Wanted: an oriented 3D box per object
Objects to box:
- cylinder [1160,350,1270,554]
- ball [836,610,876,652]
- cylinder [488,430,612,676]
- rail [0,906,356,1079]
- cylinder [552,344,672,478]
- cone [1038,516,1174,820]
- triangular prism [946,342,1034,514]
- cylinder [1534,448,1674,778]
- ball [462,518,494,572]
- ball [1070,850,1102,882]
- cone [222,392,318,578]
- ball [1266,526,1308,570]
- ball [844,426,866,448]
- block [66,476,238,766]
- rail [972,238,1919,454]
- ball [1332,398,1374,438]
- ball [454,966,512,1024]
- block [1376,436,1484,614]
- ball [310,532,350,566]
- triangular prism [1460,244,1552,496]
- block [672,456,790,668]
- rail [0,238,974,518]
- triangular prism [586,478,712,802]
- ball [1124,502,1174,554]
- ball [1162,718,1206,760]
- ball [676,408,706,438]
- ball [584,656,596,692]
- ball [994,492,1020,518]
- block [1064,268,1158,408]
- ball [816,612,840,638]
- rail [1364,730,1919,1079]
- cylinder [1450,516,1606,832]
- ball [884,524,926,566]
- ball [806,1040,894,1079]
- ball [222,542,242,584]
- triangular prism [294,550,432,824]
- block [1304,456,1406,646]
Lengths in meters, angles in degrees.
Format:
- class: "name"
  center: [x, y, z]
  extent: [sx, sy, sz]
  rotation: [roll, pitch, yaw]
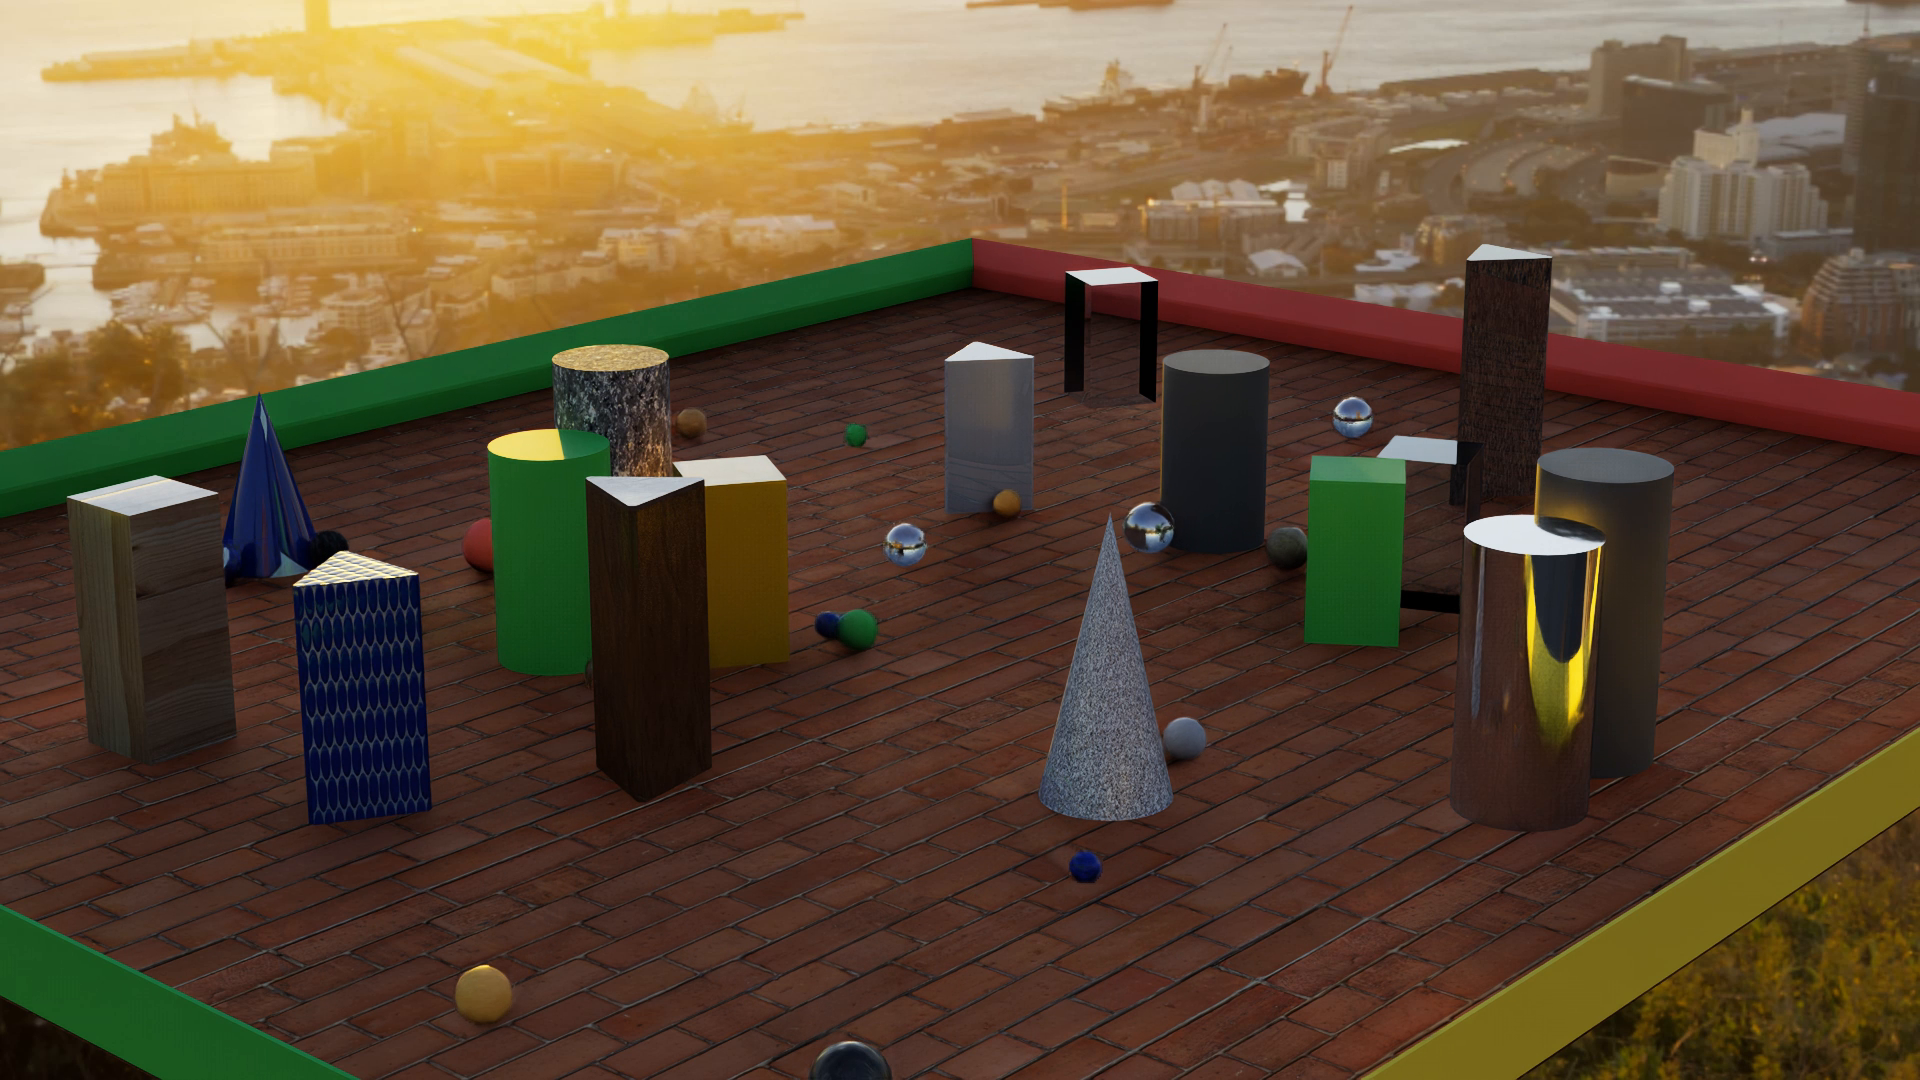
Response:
- class: "cylinder"
  center: [0.468, -0.165, 5.409]
  extent: [0.195, 0.338, 0.195]
  rotation: [0, 17, 0]
- class: "ball"
  center: [-0.171, 0.149, 4.836]
  extent: [0.068, 0.068, 0.068]
  rotation: [0, 17, 0]
- class: "cylinder"
  center: [-0.661, 0.019, 4.764]
  extent: [0.195, 0.359, 0.195]
  rotation: [0, 17, 0]
- class: "rail"
  center: [-1.290, 0.461, 3.697]
  extent: [3.378, 0.127, 0.045]
  rotation: [14, 22, 39]
- class: "cylinder"
  center: [-0.585, -0.090, 4.970]
  extent: [0.195, 0.449, 0.195]
  rotation: [0, 17, 0]
- class: "cone"
  center: [0.210, 0.164, 4.167]
  extent: [0.195, 0.425, 0.195]
  rotation: [0, 17, 0]
- class: "triangular prism"
  center: [0.044, -0.219, 5.655]
  extent: [0.169, 0.300, 0.146]
  rotation: [-3, 17, -10]
- class: "cylinder"
  center: [0.936, 0.106, 4.318]
  extent: [0.195, 0.449, 0.195]
  rotation: [0, 17, 0]
- class: "ball"
  center: [-0.843, 0.010, 5.246]
  extent: [0.096, 0.096, 0.096]
  rotation: [0, 17, 0]
- class: "ball"
  center: [0.168, 0.437, 3.926]
  extent: [0.043, 0.043, 0.043]
  rotation: [0, 17, 0]
- class: "cone"
  center: [-1.249, -0.113, 5.269]
  extent: [0.195, 0.319, 0.195]
  rotation: [0, 17, 0]
- class: "ball"
  center: [0.590, 0.015, 5.263]
  extent: [0.079, 0.079, 0.079]
  rotation: [0, 17, 0]
- class: "ball"
  center: [-0.216, -0.215, 6.081]
  extent: [0.046, 0.046, 0.046]
  rotation: [0, 17, 0]
- class: "block"
  center: [-1.208, 0.118, 4.388]
  extent: [0.156, 0.386, 0.156]
  rotation: [14, 21, 38]
- class: "rail"
  center: [1.290, -0.397, 6.543]
  extent: [3.378, 0.127, 0.045]
  rotation: [14, 22, 39]
- class: "ball"
  center: [0.824, -0.256, 6.153]
  extent: [0.084, 0.084, 0.084]
  rotation: [0, 17, 0]
- class: "ball"
  center: [-0.572, 0.546, 3.521]
  extent: [0.068, 0.068, 0.068]
  rotation: [0, 17, 0]
- class: "block"
  center: [0.810, -0.028, 5.084]
  extent: [0.156, 0.264, 0.156]
  rotation: [6, 18, 19]
- class: "ball"
  center: [-1.132, 0.019, 5.268]
  extent: [0.069, 0.069, 0.069]
  rotation: [0, 17, 0]
- class: "triangular prism"
  center: [1.038, -0.332, 5.733]
  extent: [0.169, 0.471, 0.146]
  rotation: [-3, 17, -9]
- class: "block"
  center: [-0.375, 0.035, 4.797]
  extent: [0.156, 0.308, 0.156]
  rotation: [-5, 17, -15]
- class: "rail"
  center: [-1.258, -0.284, 6.166]
  extent: [0.045, 0.127, 3.984]
  rotation: [14, 22, 39]
- class: "triangular prism"
  center: [-0.474, 0.133, 4.241]
  extent: [0.146, 0.443, 0.169]
  rotation: [10, 19, 30]
- class: "ball"
  center: [0.346, -0.022, 5.361]
  extent: [0.092, 0.092, 0.092]
  rotation: [0, 17, 0]
- class: "ball"
  center: [0.333, 0.295, 4.358]
  extent: [0.064, 0.064, 0.064]
  rotation: [0, 17, 0]
- class: "ball"
  center: [-0.564, -0.245, 6.150]
  extent: [0.063, 0.063, 0.063]
  rotation: [0, 17, 0]
- class: "ball"
  center: [-0.558, 0.211, 4.629]
  extent: [0.070, 0.070, 0.070]
  rotation: [0, 17, 0]
- class: "ball"
  center: [0.088, -0.067, 5.583]
  extent: [0.051, 0.051, 0.051]
  rotation: [0, 17, 0]
- class: "block"
  center: [0.331, -0.446, 6.452]
  extent: [0.156, 0.274, 0.156]
  rotation: [-6, 18, -18]
- class: "ball"
  center: [-0.219, 0.143, 4.901]
  extent: [0.043, 0.043, 0.043]
  rotation: [0, 17, 0]
- class: "rail"
  center: [1.258, 0.347, 4.075]
  extent: [0.045, 0.127, 3.984]
  rotation: [14, 22, 39]
- class: "cylinder"
  center: [0.798, 0.186, 4.131]
  extent: [0.195, 0.405, 0.195]
  rotation: [0, 17, 0]
- class: "ball"
  center: [-0.098, 0.009, 5.287]
  extent: [0.076, 0.076, 0.076]
  rotation: [0, 17, 0]
- class: "ball"
  center: [-0.123, 0.607, 3.266]
  extent: [0.097, 0.097, 0.097]
  rotation: [0, 17, 0]
- class: "ball"
  center: [-1.307, 0.042, 5.177]
  extent: [0.076, 0.076, 0.076]
  rotation: [0, 17, 0]
- class: "triangular prism"
  center: [-0.857, 0.204, 4.164]
  extent: [0.169, 0.352, 0.146]
  rotation: [-6, 18, -18]
- class: "block"
  center: [0.660, 0.017, 4.903]
  extent: [0.156, 0.281, 0.156]
  rotation: [2, 17, 8]
